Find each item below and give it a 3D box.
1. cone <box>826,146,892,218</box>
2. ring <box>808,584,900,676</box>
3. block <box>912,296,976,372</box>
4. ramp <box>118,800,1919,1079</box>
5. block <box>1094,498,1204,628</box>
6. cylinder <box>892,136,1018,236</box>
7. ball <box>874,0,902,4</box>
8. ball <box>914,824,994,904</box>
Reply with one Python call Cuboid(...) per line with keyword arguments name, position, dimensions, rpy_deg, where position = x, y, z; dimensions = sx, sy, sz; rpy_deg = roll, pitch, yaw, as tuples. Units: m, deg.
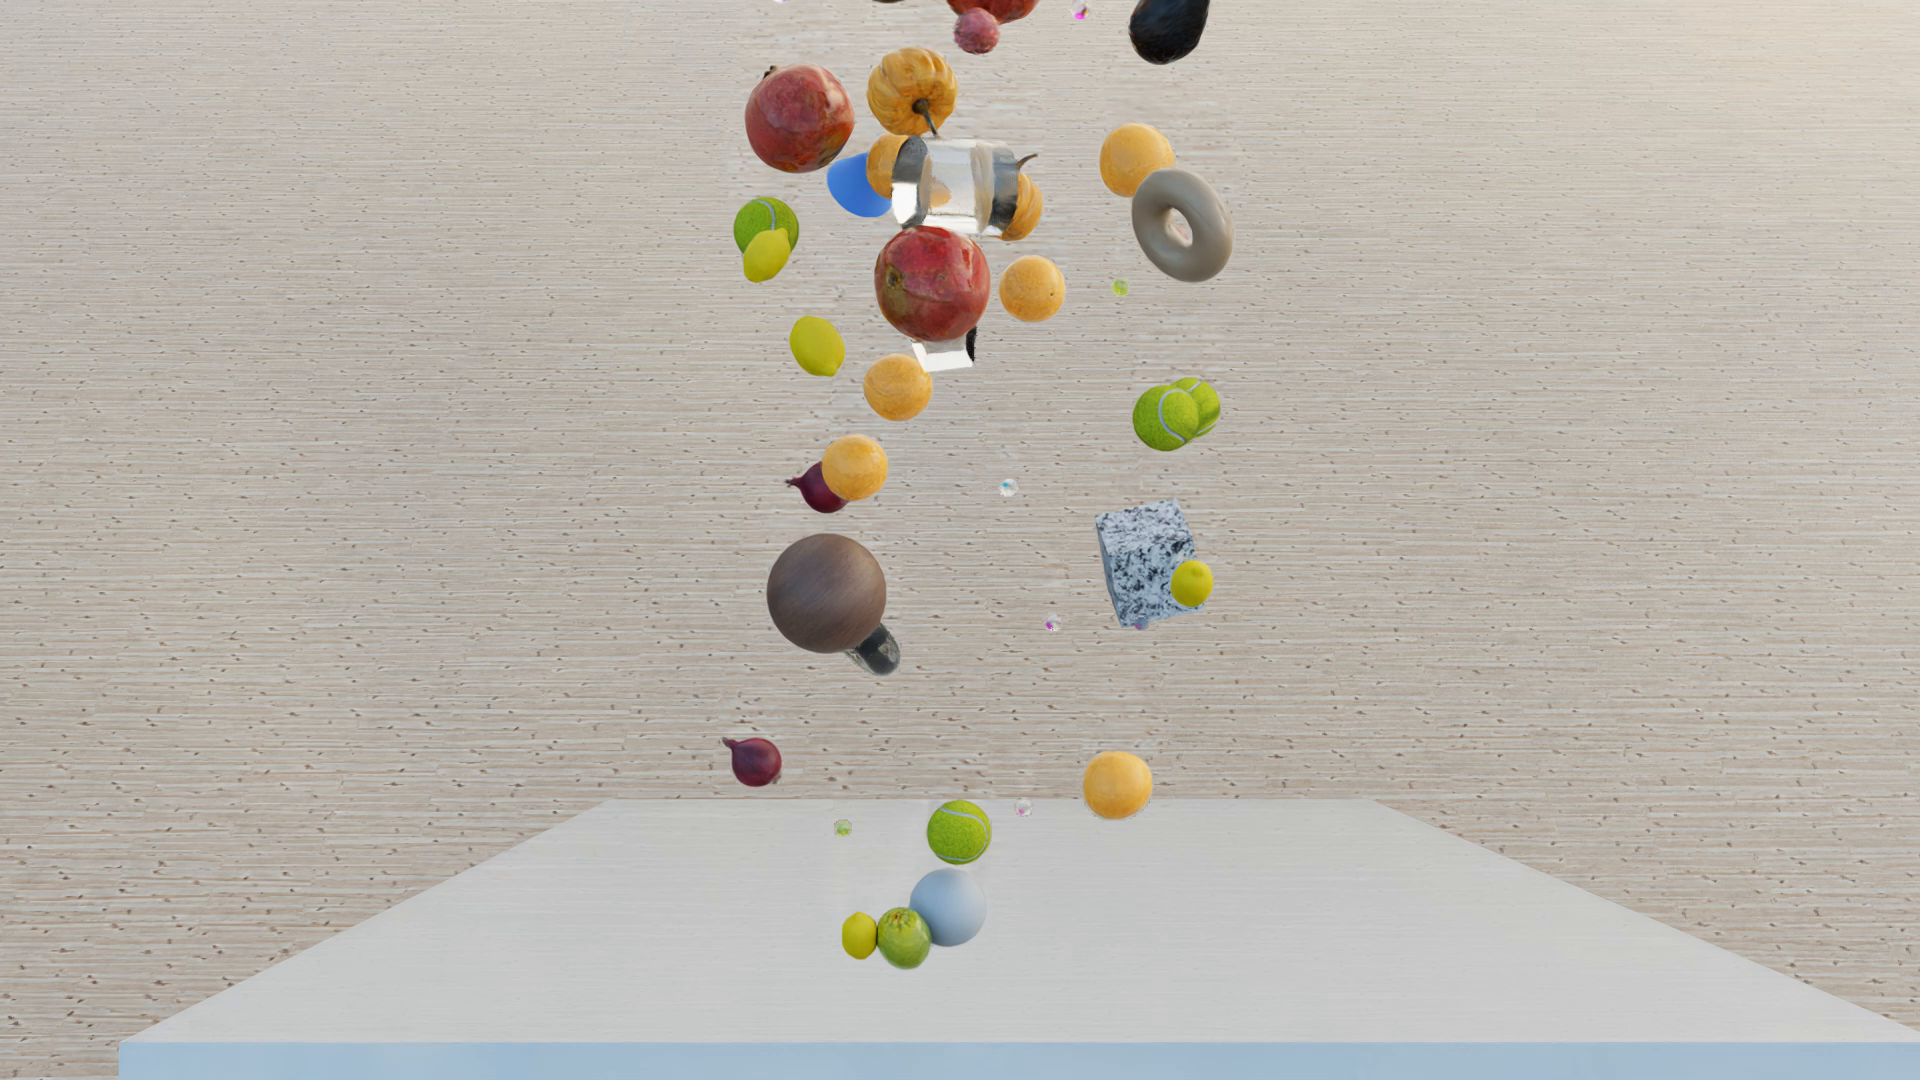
Cuboid(name="cone", position=(-0.090, -0.395, 2.753), dimensions=(0.077, 0.077, 0.077), rpy_deg=(14, 56, -22))
Cuboid(name="ring", position=(-0.121, 0.104, 2.990), dimensions=(0.044, 0.131, 0.131), rpy_deg=(-45, 50, -11))
Cuboid(name="block", position=(-0.017, -0.212, 2.672), dimensions=(0.052, 0.052, 0.052), rpy_deg=(-8, 39, -14))
Cuboid(name="ramp", position=(0.078, 0.667, 4.845), dimensions=(2.000, 0.100, 4.000), rpy_deg=(0, -2, 0))
Cuboid(name="block", position=(0.215, 0.026, 2.948), dimensions=(0.096, 0.096, 0.096), rpy_deg=(-13, 29, -1))
Cuboid(name="cylinder", position=(-0.005, -0.345, 2.532), dimensions=(0.092, 0.092, 0.092), rpy_deg=(-1, 33, -27))
Cuboid(name="ball", position=(-0.064, -0.515, 2.283), dimensions=(0.086, 0.086, 0.086), rpy_deg=(0, 35, 0))
Cuboid(name="ball", position=(-0.006, 0.350, 2.810), dimensions=(0.085, 0.085, 0.085), rpy_deg=(0, 35, 0))
